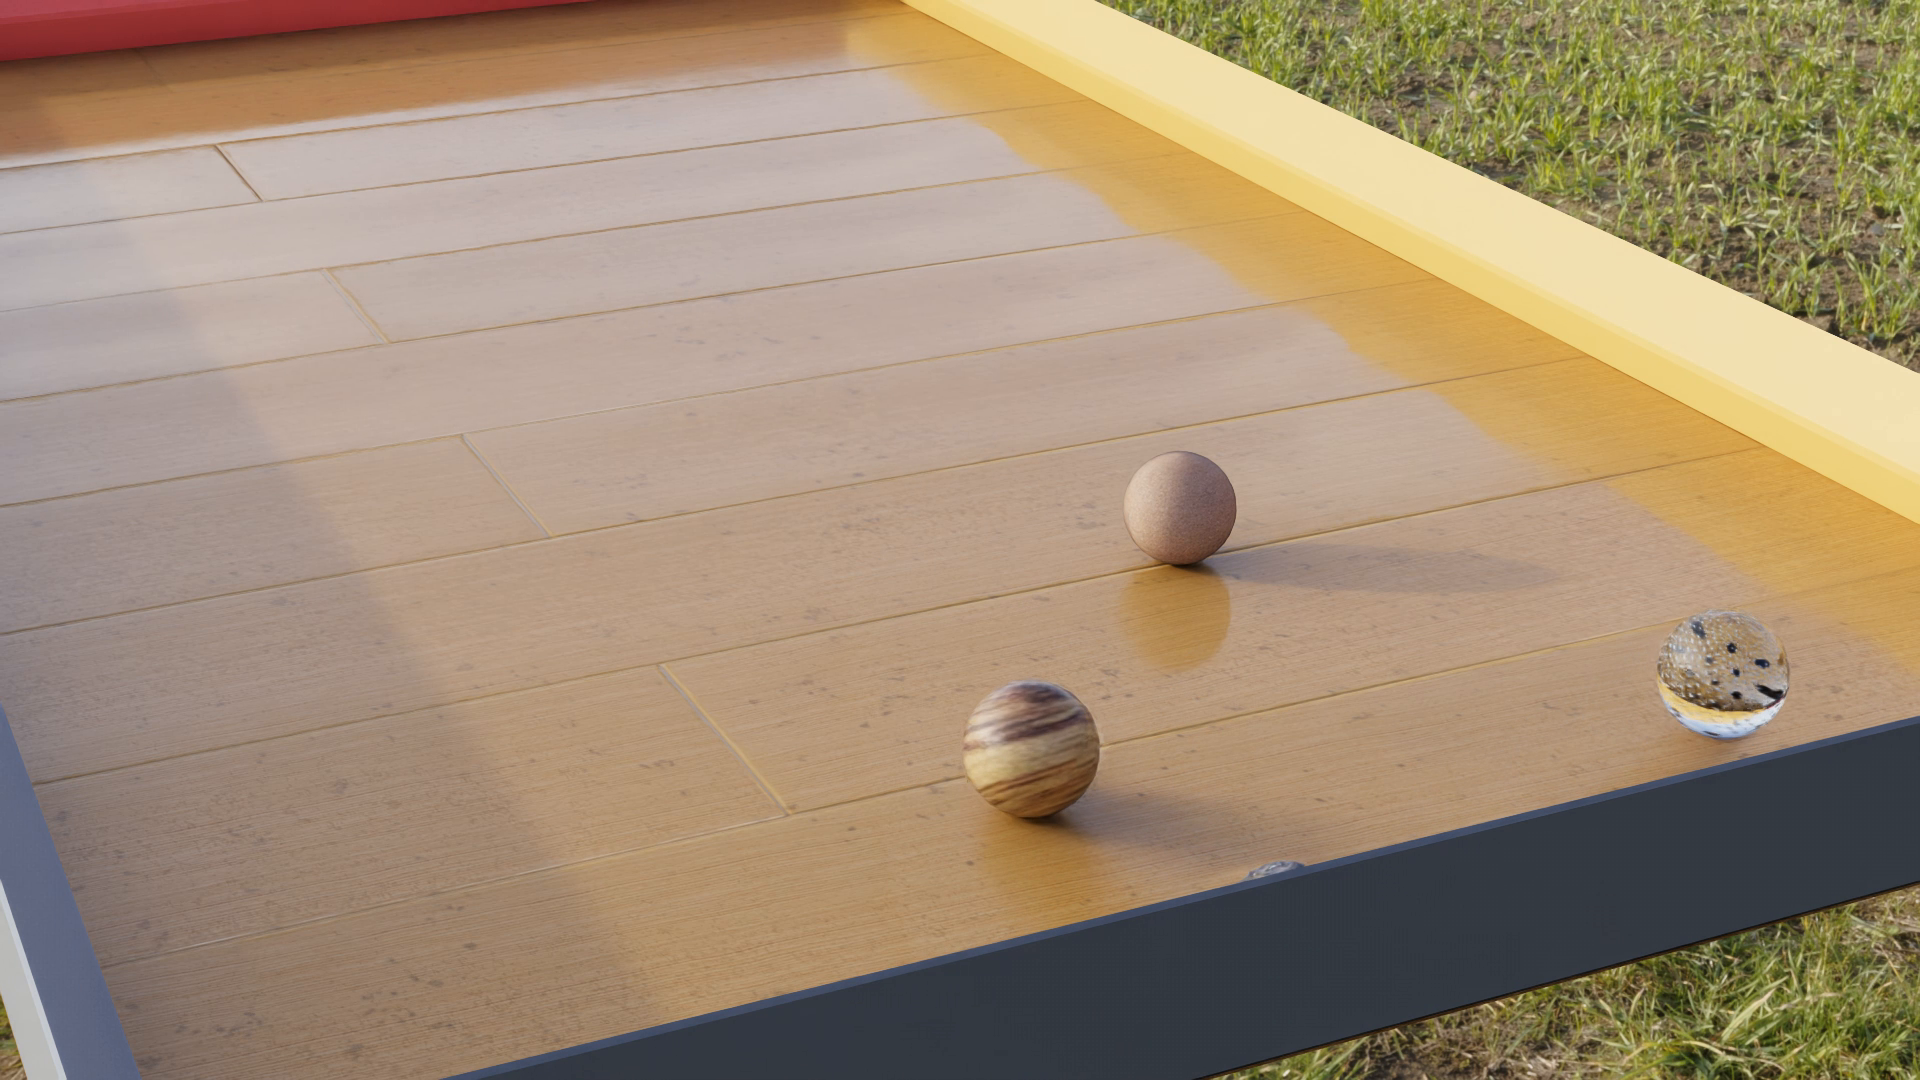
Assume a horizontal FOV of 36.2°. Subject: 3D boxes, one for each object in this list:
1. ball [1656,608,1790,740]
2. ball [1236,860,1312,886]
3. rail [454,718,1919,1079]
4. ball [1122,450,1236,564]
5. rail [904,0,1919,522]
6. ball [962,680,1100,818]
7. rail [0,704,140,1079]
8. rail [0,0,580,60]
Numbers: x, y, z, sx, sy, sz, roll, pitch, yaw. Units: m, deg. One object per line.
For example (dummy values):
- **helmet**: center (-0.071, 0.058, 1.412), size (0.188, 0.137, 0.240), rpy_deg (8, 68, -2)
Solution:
- **ball**: center (0.519, 0.091, 1.999), size (0.088, 0.088, 0.088), rpy_deg (0, 23, 0)
- **ball**: center (0.190, 0.223, 1.716), size (0.072, 0.072, 0.072), rpy_deg (0, 23, 0)
- **rail**: center (0.268, 0.210, 1.687), size (1.496, 0.118, 0.045), rpy_deg (-11, 26, -23)
- **ball**: center (0.169, -0.025, 2.267), size (0.088, 0.088, 0.088), rpy_deg (0, 23, 0)
- **rail**: center (0.379, -0.378, 3.040), size (0.045, 0.118, 2.628), rpy_deg (-11, 26, -23)
- **ball**: center (0.046, 0.135, 1.898), size (0.089, 0.089, 0.089), rpy_deg (0, 23, 0)
- **rail**: center (-0.934, -0.134, 2.478), size (0.045, 0.118, 2.628), rpy_deg (-11, 26, -23)
- **rail**: center (-0.824, -0.722, 3.831), size (1.496, 0.118, 0.045), rpy_deg (-11, 26, -23)
